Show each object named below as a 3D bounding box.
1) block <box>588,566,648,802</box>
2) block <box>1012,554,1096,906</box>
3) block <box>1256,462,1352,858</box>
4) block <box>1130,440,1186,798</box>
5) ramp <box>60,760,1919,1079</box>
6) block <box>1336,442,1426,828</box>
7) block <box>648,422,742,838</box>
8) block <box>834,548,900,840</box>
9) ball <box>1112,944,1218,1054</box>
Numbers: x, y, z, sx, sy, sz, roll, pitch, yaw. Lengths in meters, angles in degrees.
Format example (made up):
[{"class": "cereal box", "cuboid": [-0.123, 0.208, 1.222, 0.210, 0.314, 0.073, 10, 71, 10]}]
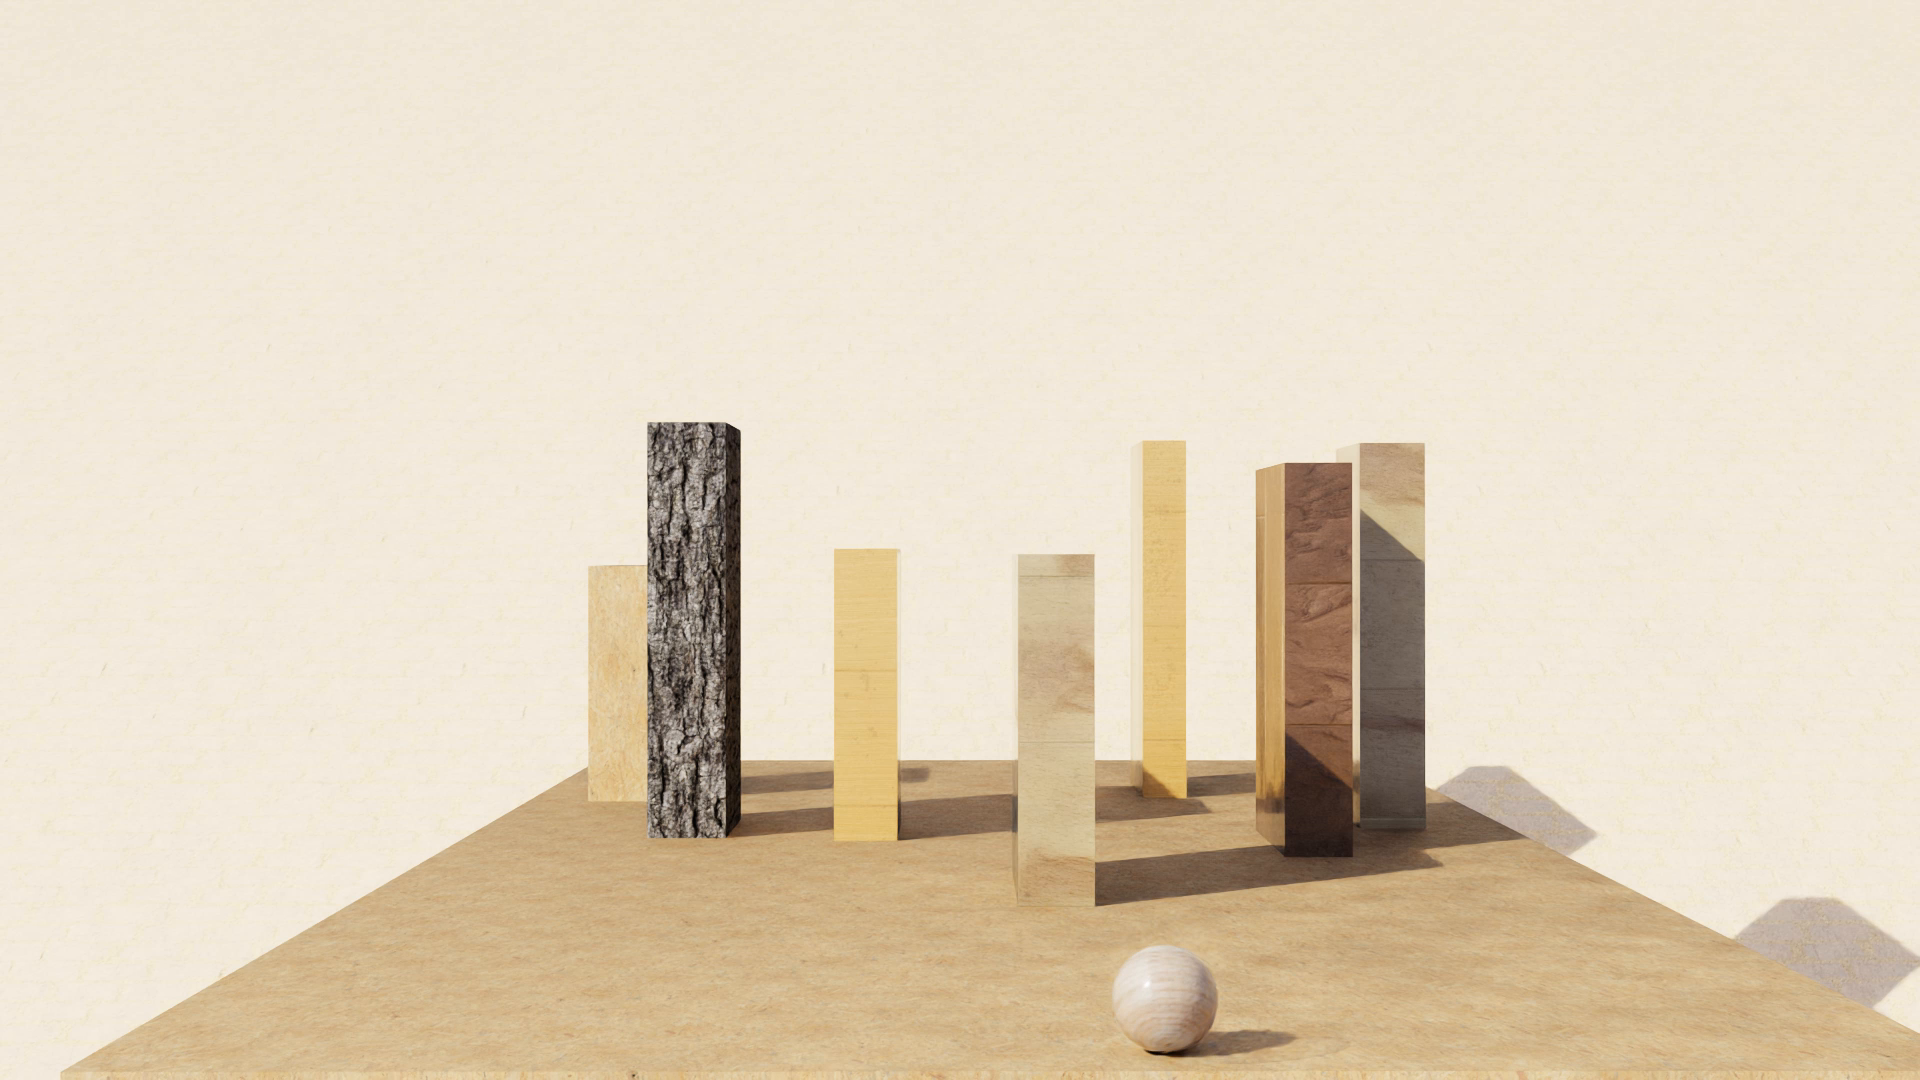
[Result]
[{"class": "block", "cuboid": [-0.735, 0.310, 5.768, 0.131, 0.507, 0.387, 0, 0, 0]}, {"class": "block", "cuboid": [0.146, 0.289, 4.140, 0.116, 0.534, 0.441, 0, 0, 0]}, {"class": "block", "cuboid": [0.631, 0.212, 4.776, 0.119, 0.694, 0.445, 0, 0, 0]}, {"class": "block", "cuboid": [0.446, 0.174, 5.850, 0.095, 0.780, 0.401, 0, 0, 0]}, {"class": "ramp", "cuboid": [0.068, 0.608, 4.677, 2.000, 0.100, 4.000, 0, 0, 0]}, {"class": "block", "cuboid": [0.839, 0.186, 5.183, 0.127, 0.748, 0.322, 0, 0, 0]}, {"class": "block", "cuboid": [-0.513, 0.170, 5.030, 0.147, 0.781, 0.346, 0, 0, 0]}, {"class": "block", "cuboid": [-0.175, 0.288, 4.966, 0.118, 0.543, 0.308, 0, 0, 0]}, {"class": "ball", "cuboid": [0.220, 0.493, 2.779, 0.114, 0.114, 0.114, 0, 31, 0]}]
